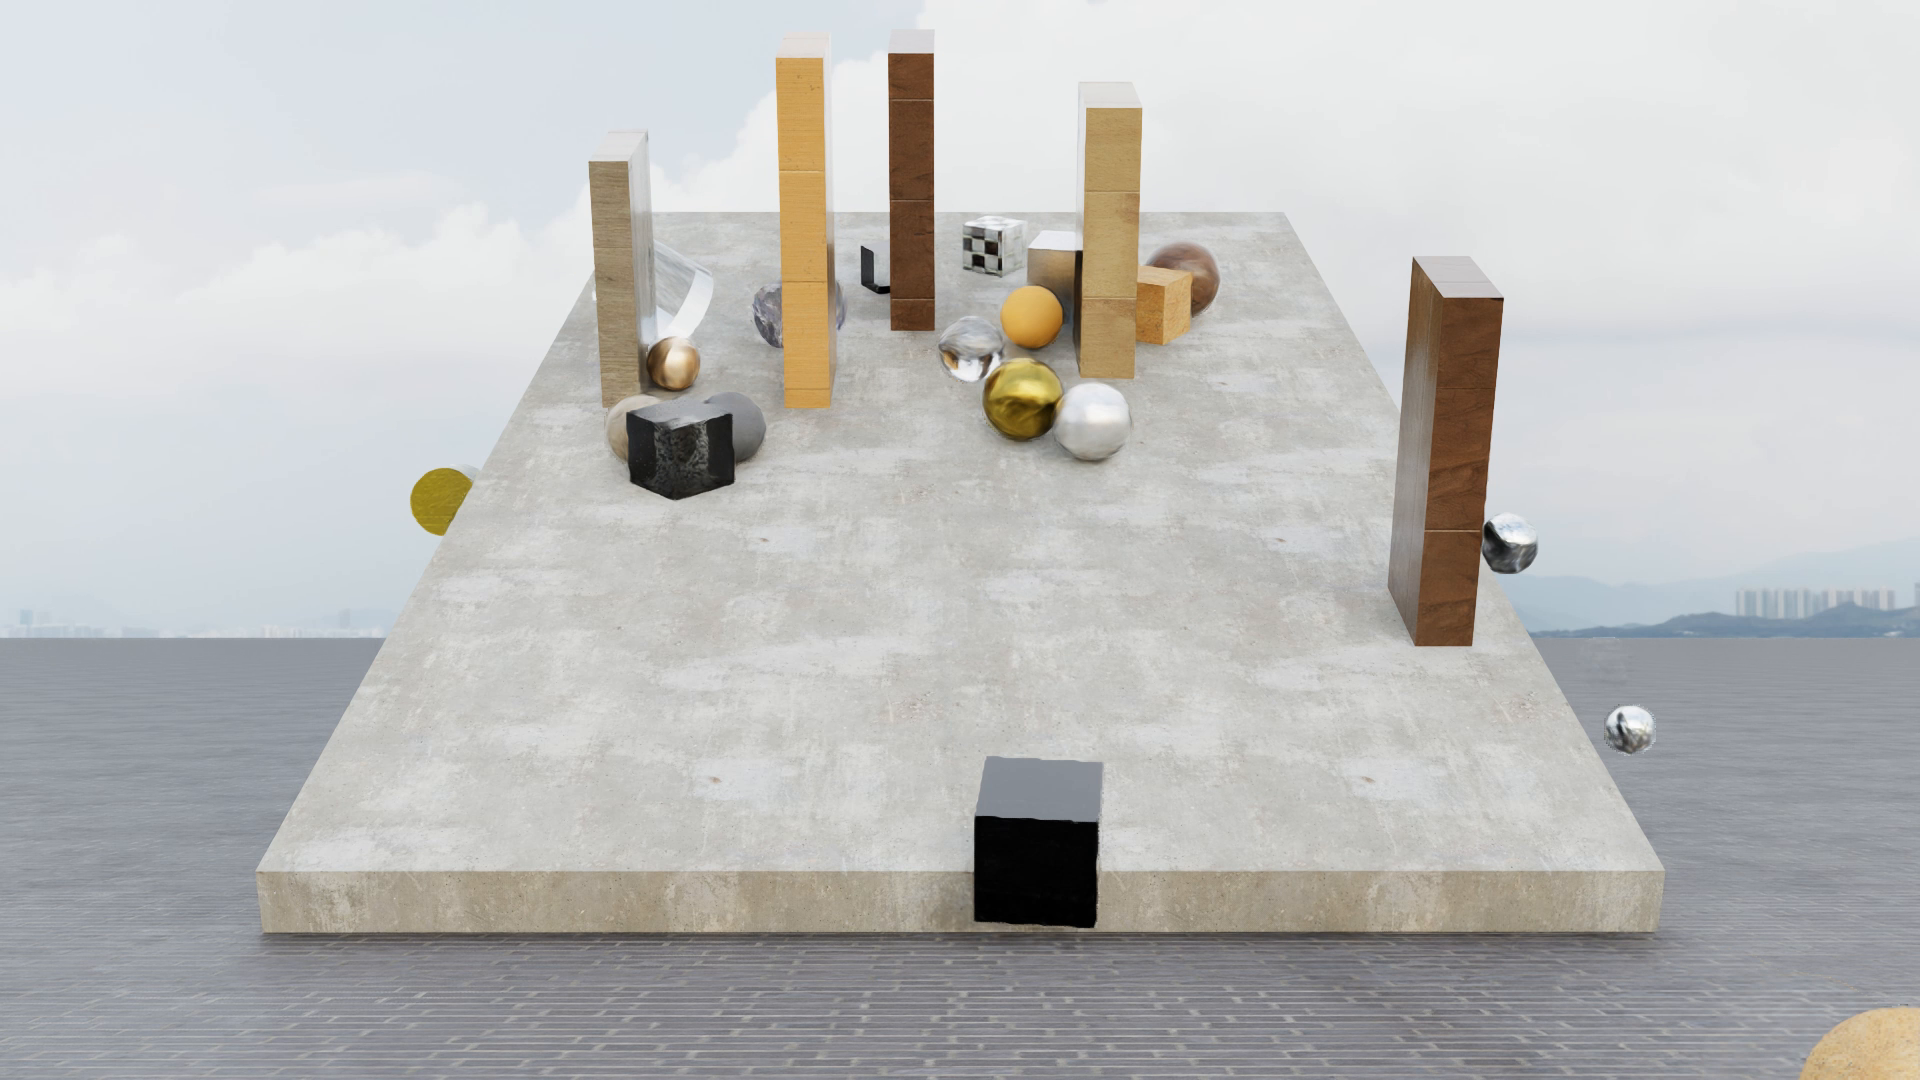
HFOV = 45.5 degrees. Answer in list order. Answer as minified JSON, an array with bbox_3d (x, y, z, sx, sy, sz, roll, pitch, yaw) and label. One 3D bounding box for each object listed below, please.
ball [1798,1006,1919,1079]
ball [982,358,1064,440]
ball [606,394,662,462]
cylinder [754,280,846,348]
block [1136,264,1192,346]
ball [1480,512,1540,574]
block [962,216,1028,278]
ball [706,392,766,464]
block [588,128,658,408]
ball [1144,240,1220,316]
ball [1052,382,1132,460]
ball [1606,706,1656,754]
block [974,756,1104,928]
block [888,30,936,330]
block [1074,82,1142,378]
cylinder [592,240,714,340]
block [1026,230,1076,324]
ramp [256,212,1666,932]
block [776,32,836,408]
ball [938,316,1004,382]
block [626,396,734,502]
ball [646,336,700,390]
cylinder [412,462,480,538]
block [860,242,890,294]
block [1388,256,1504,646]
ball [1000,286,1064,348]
[{"bbox_3d":[0.691,0.420,1.667,0.157,0.157,0.157,0,-2,0],"label":"ball"},{"bbox_3d":[0.138,-0.307,4.972,0.179,0.179,0.179,0,-2,0],"label":"ball"},{"bbox_3d":[-0.670,-0.231,4.814,0.150,0.150,0.150,0,-2,0],"label":"ball"},{"bbox_3d":[-0.395,-0.571,5.658,0.164,0.164,0.164,-2,15,40],"label":"cylinder"},{"bbox_3d":[0.475,-0.589,5.725,0.151,0.151,0.151,13,25,29],"label":"block"},{"bbox_3d":[1.272,0.008,5.322,0.144,0.144,0.144,0,-2,0],"label":"ball"},{"bbox_3d":[0.098,-0.811,6.315,0.130,0.130,0.130,14,26,32],"label":"block"},{"bbox_3d":[-0.486,-0.236,4.825,0.152,0.152,0.152,0,-2,0],"label":"ball"},{"bbox_3d":[-0.768,-0.628,5.256,0.086,0.564,0.357,0,22,0],"label":"block"},{"bbox_3d":[0.567,-0.671,5.868,0.199,0.199,0.199,0,-2,0],"label":"ball"},{"bbox_3d":[0.280,-0.251,4.846,0.167,0.167,0.167,0,-2,0],"label":"ball"},{"bbox_3d":[1.656,0.467,5.654,0.119,0.119,0.119,0,-2,0],"label":"ball"},{"bbox_3d":[0.110,0.415,3.162,0.166,0.166,0.166,3,24,5],"label":"block"},{"bbox_3d":[-0.120,-0.917,5.813,0.111,0.694,0.362,0,22,0],"label":"block"},{"bbox_3d":[0.347,-0.738,5.437,0.128,0.640,0.327,0,22,0],"label":"block"},{"bbox_3d":[-0.751,-0.617,5.599,0.210,0.210,0.210,28,-18,-35],"label":"cylinder"},{"bbox_3d":[0.285,-0.676,5.890,0.191,0.191,0.191,5,22,13],"label":"block"},{"bbox_3d":[-0.006,-0.218,5.125,2.000,0.100,4.000,0,22,0],"label":"ramp"},{"bbox_3d":[-0.346,-0.730,5.210,0.102,0.789,0.350,0,22,0],"label":"block"},{"bbox_3d":[0.027,-0.446,5.357,0.154,0.154,0.154,0,-2,0],"label":"ball"},{"bbox_3d":[-0.574,-0.189,4.704,0.153,0.153,0.153,-19,29,-40],"label":"block"},{"bbox_3d":[-0.663,-0.408,5.299,0.124,0.124,0.124,0,-2,0],"label":"ball"},{"bbox_3d":[-1.260,-0.100,5.690,0.169,0.169,0.169,0,8,-1],"label":"cylinder"},{"bbox_3d":[-0.193,-0.731,6.139,0.110,0.110,0.110,-11,24,-25],"label":"block"},{"bbox_3d":[0.839,-0.155,3.982,0.099,0.625,0.269,0,22,0],"label":"block"},{"bbox_3d":[0.176,-0.547,5.614,0.154,0.154,0.154,0,-2,0],"label":"ball"}]
